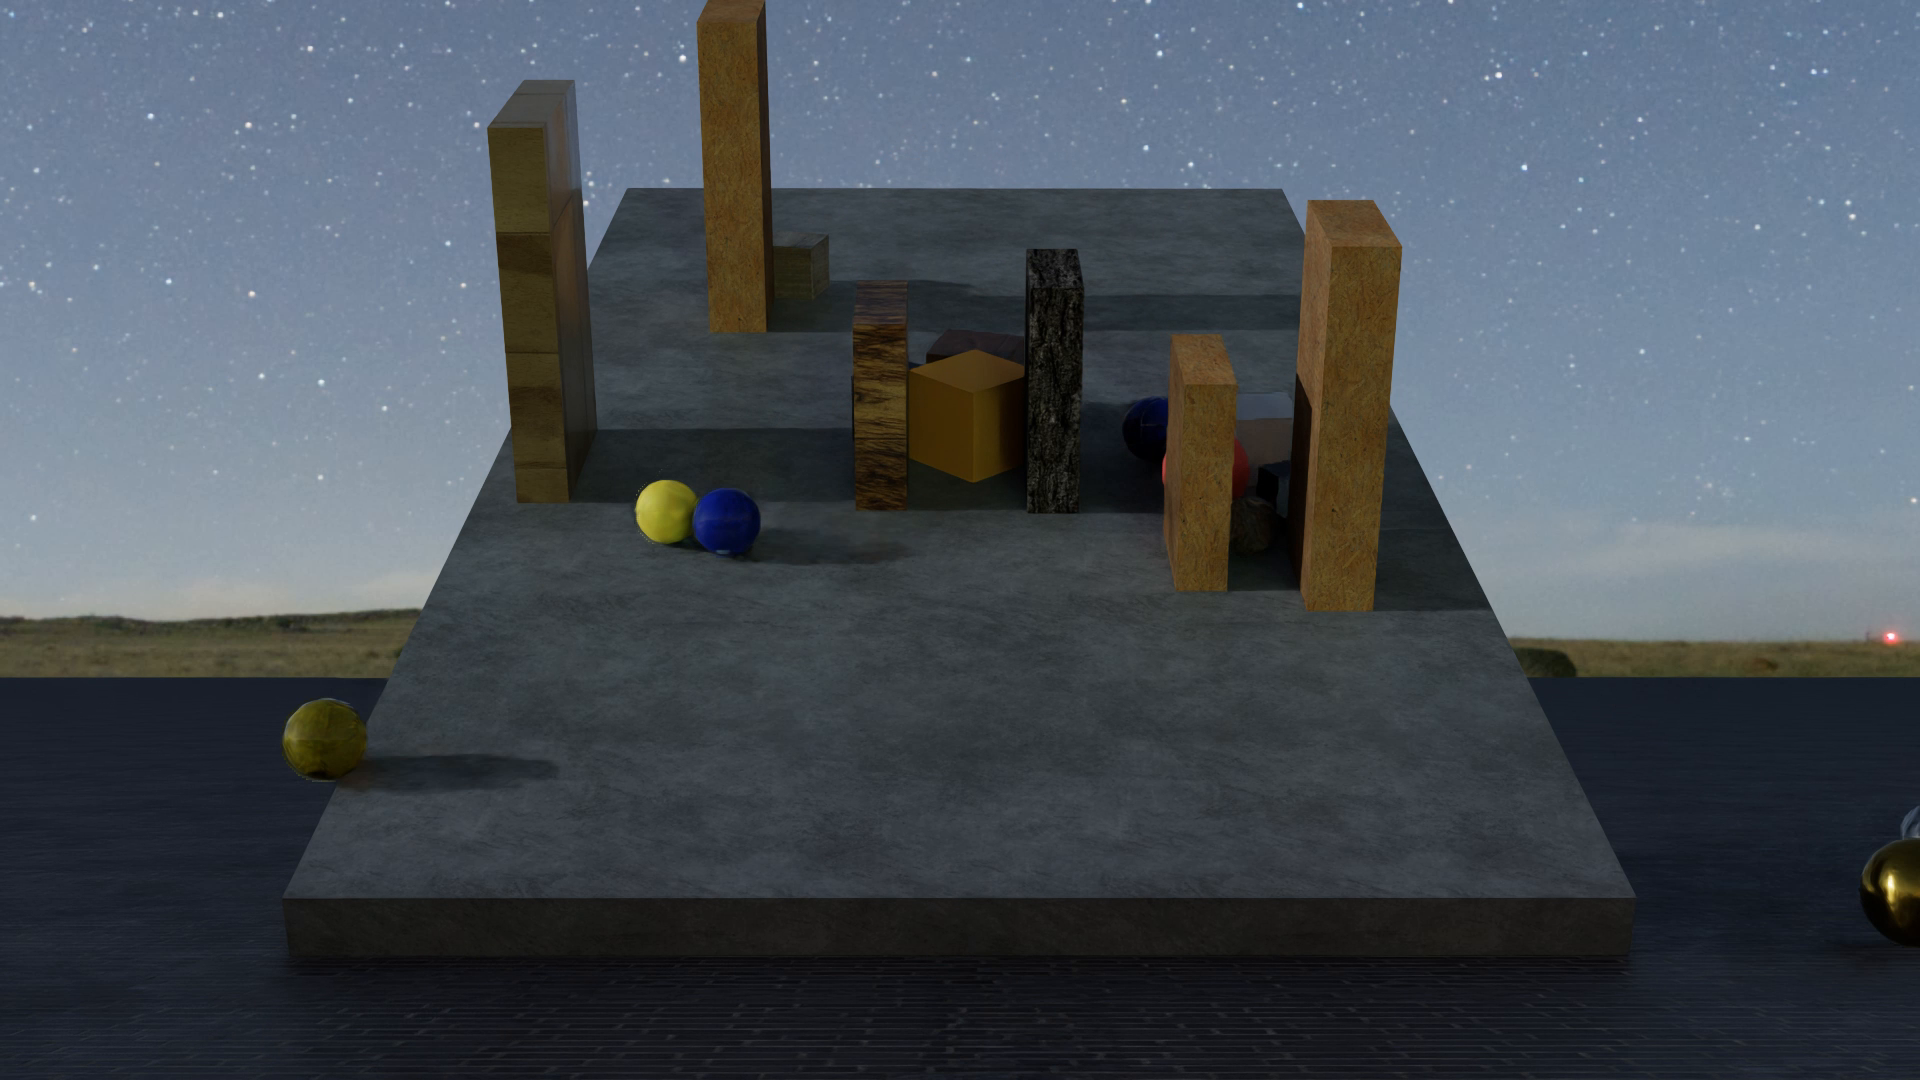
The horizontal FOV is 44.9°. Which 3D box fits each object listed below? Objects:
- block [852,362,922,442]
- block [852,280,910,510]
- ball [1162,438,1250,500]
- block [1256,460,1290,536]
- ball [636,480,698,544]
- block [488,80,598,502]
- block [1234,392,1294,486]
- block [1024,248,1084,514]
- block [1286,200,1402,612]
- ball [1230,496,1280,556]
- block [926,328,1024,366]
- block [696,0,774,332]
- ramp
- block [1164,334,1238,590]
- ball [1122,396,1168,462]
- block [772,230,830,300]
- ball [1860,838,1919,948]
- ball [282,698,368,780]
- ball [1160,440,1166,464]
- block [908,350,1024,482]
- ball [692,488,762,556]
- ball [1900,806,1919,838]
[{"bbox_3d":[-0.129,-0.292,5.108,0.154,0.154,0.154,17,29,33],"label":"block"},{"bbox_3d":[-0.162,-0.303,4.825,0.105,0.402,0.294,0,24,0],"label":"block"},{"bbox_3d":[0.500,-0.140,4.722,0.179,0.179,0.179,0,-3,0],"label":"ball"},{"bbox_3d":[0.674,-0.087,4.655,0.112,0.112,0.112,-12,29,-28],"label":"block"},{"bbox_3d":[-0.579,-0.057,4.601,0.128,0.128,0.128,0,-3,0],"label":"ball"},{"bbox_3d":[-0.863,-0.522,4.841,0.107,0.787,0.425,0,24,0],"label":"block"},{"bbox_3d":[0.634,-0.214,4.938,0.151,0.151,0.151,-3,24,-6],"label":"block"},{"bbox_3d":[0.190,-0.329,4.785,0.106,0.482,0.271,0,24,0],"label":"block"},{"bbox_3d":[0.710,-0.251,4.331,0.123,0.704,0.305,0,24,0],"label":"block"},{"bbox_3d":[0.568,-0.028,4.553,0.119,0.119,0.119,0,-3,0],"label":"ball"},{"bbox_3d":[0.035,-0.354,5.219,0.180,0.180,0.180,7,24,15],"label":"block"},{"bbox_3d":[-0.556,-0.932,5.797,0.142,0.773,0.290,0,24,0],"label":"block"},{"bbox_3d":[-0.008,-0.227,5.277,2.000,0.100,4.000,0,24,0],"label":"ramp"},{"bbox_3d":[0.459,-0.151,4.462,0.097,0.416,0.288,0,24,0],"label":"block"},{"bbox_3d":[0.421,-0.239,5.006,0.141,0.141,0.141,0,-3,0],"label":"ball"},{"bbox_3d":[-0.434,-0.723,6.110,0.140,0.140,0.140,7,24,15],"label":"block"},{"bbox_3d":[1.469,0.541,3.557,0.169,0.169,0.169,0,-3,0],"label":"ball"},{"bbox_3d":[-1.021,0.320,3.733,0.132,0.132,0.132,0,-3,0],"label":"ball"},{"bbox_3d":[0.483,-0.177,4.870,0.126,0.126,0.126,0,-3,0],"label":"ball"},{"bbox_3d":[0.030,-0.270,4.999,0.201,0.201,0.201,-21,31,-39],"label":"block"},{"bbox_3d":[-0.457,-0.036,4.547,0.134,0.134,0.134,0,-3,0],"label":"ball"},{"bbox_3d":[2.108,0.639,5.022,0.138,0.138,0.138,0,-3,0],"label":"ball"}]
